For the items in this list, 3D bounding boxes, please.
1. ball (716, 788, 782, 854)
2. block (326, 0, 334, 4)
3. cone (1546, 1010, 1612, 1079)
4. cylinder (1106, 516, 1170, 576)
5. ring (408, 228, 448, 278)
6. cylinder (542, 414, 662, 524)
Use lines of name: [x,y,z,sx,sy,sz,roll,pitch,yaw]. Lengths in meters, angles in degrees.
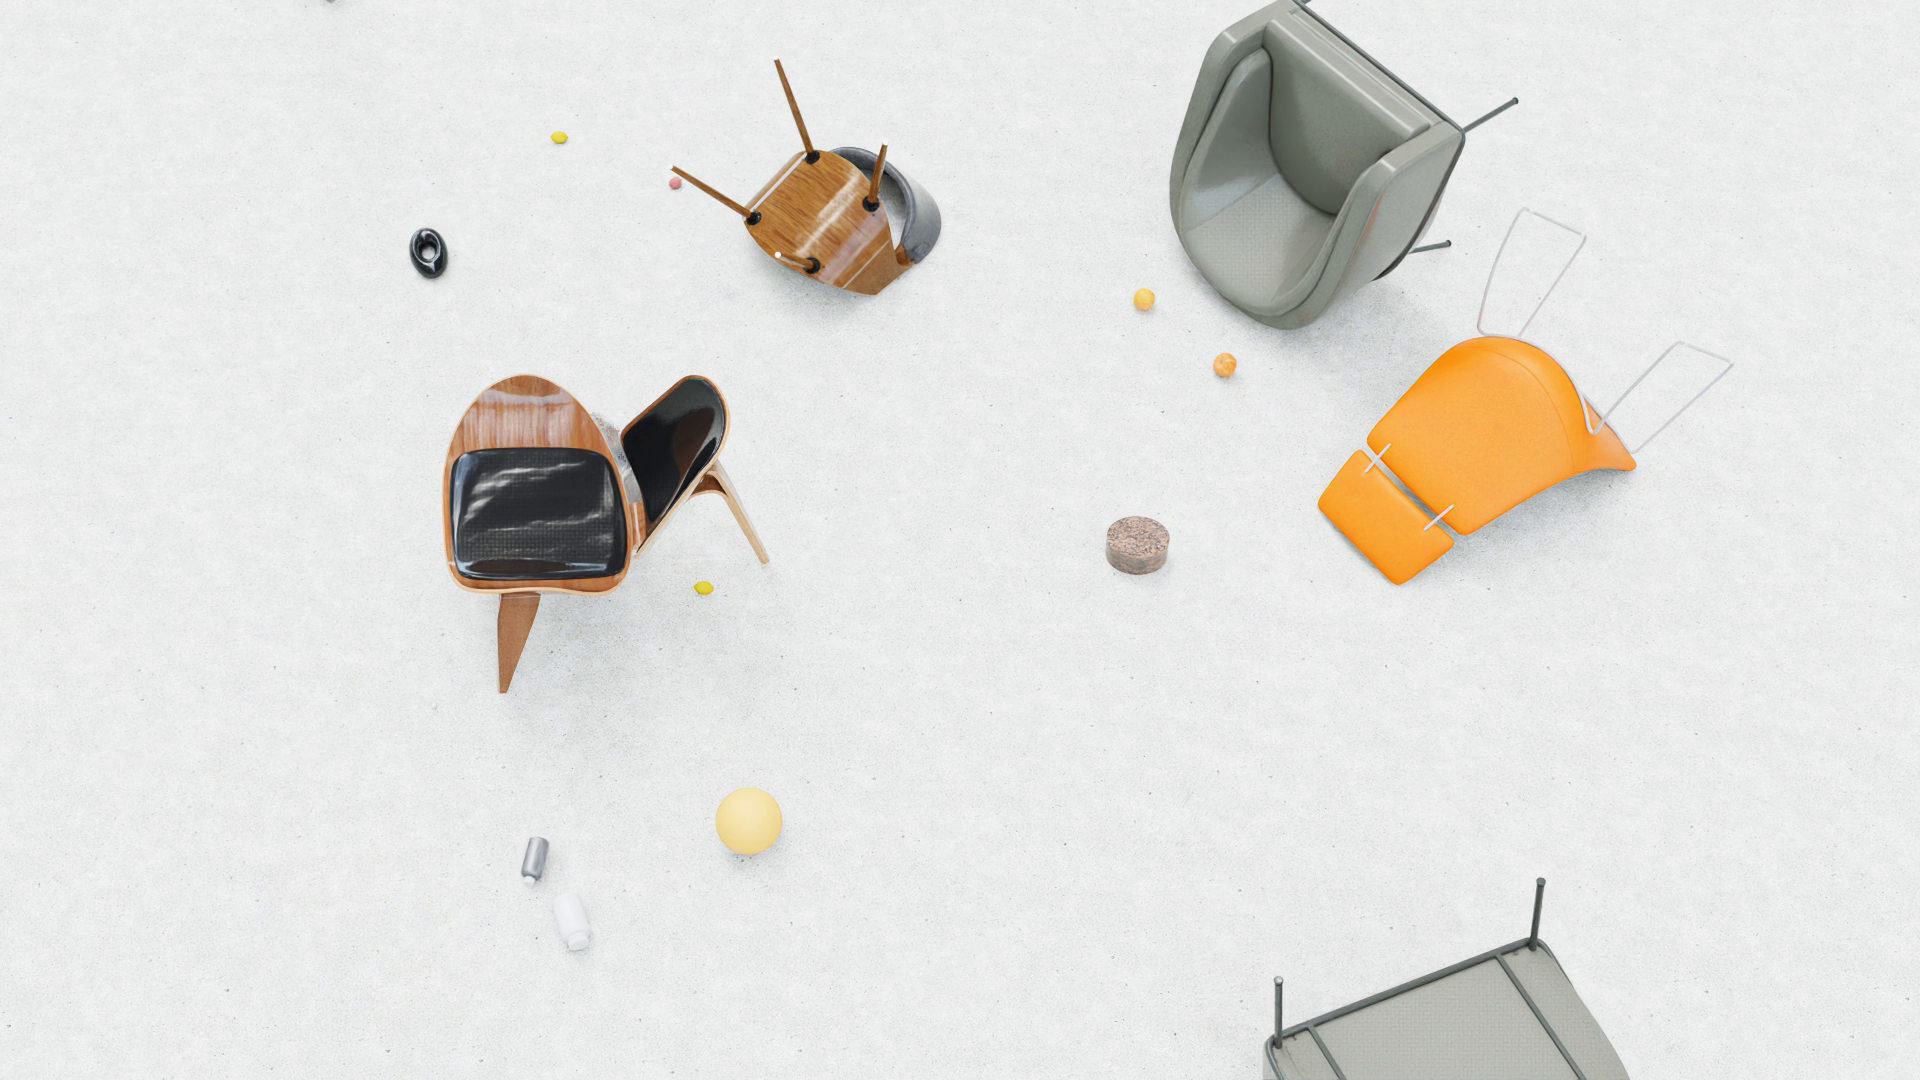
ball: [-0.571,0.760,5.954,0.182,0.182,0.182,0,56,0]
block: [-2.266,-2.043,7.884,0.168,0.101,0.166,32,62,20]
cone: [1.579,1.323,5.659,0.144,0.096,0.206,-17,58,11]
cylinder: [0.524,0.016,6.506,0.186,0.094,0.148,3,56,2]
ring: [-1.732,-0.936,7.169,0.125,0.056,0.217,-15,57,-8]
cylinder: [-1.075,-0.213,6.593,0.247,0.206,0.258,36,68,21]
